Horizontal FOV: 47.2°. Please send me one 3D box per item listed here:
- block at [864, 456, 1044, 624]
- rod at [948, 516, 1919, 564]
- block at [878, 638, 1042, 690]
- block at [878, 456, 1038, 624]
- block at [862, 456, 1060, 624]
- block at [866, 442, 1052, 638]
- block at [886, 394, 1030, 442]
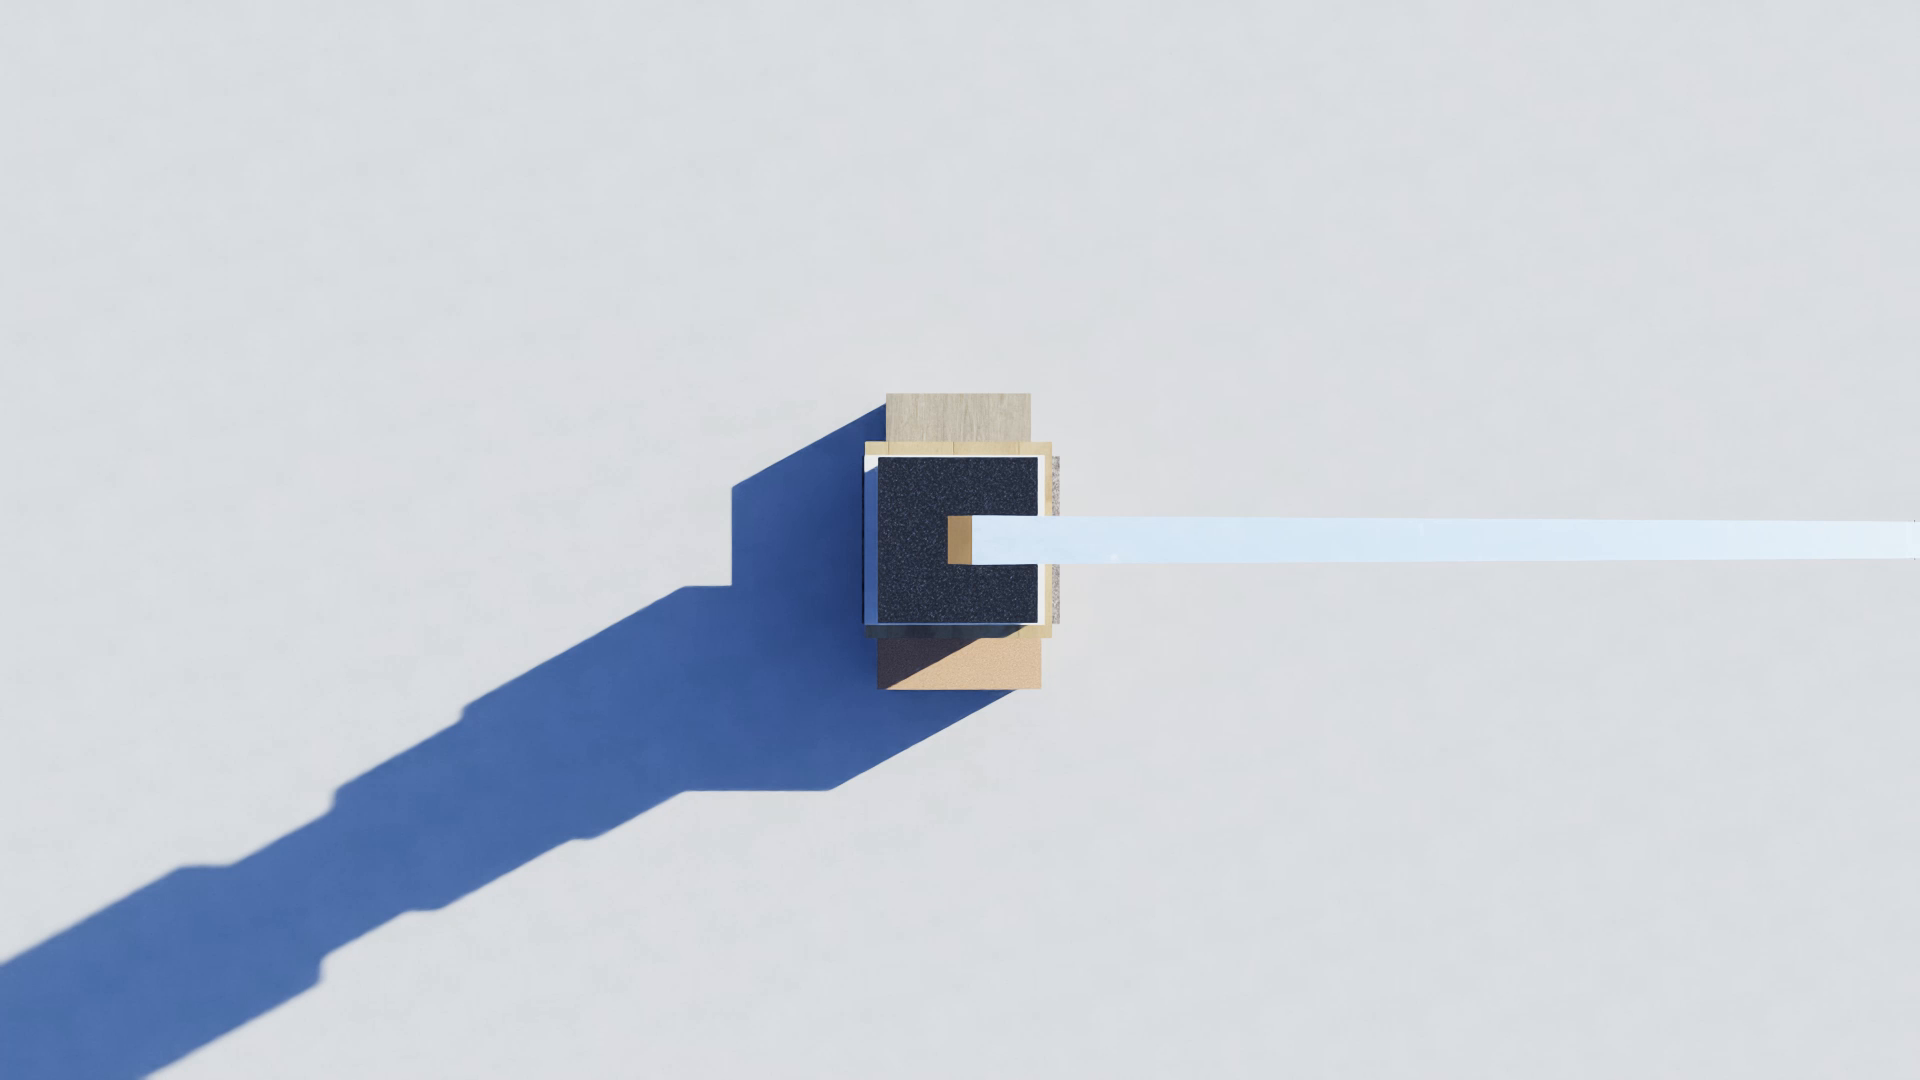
[{"bbox_3d":[-0.019,0.000,8.192,0.648,0.556,0.611,0,90,0],"label":"block"},{"bbox_3d":[2.234,0.000,4.964,5.200,0.080,0.080,0,90,-31],"label":"rod"},{"bbox_3d":[-0.004,0.347,12.568,0.907,0.863,0.953,0,90,0],"label":"block"},{"bbox_3d":[-0.007,0.000,7.652,0.539,0.524,0.559,0,90,0],"label":"block"},{"bbox_3d":[0.004,0.000,9.670,0.836,0.767,0.710,0,90,0],"label":"block"},{"bbox_3d":[-0.005,0.000,8.879,0.720,0.816,0.757,0,90,0],"label":"block"},{"bbox_3d":[-0.008,-0.482,12.668,0.812,0.663,0.684,0,90,0],"label":"block"}]
